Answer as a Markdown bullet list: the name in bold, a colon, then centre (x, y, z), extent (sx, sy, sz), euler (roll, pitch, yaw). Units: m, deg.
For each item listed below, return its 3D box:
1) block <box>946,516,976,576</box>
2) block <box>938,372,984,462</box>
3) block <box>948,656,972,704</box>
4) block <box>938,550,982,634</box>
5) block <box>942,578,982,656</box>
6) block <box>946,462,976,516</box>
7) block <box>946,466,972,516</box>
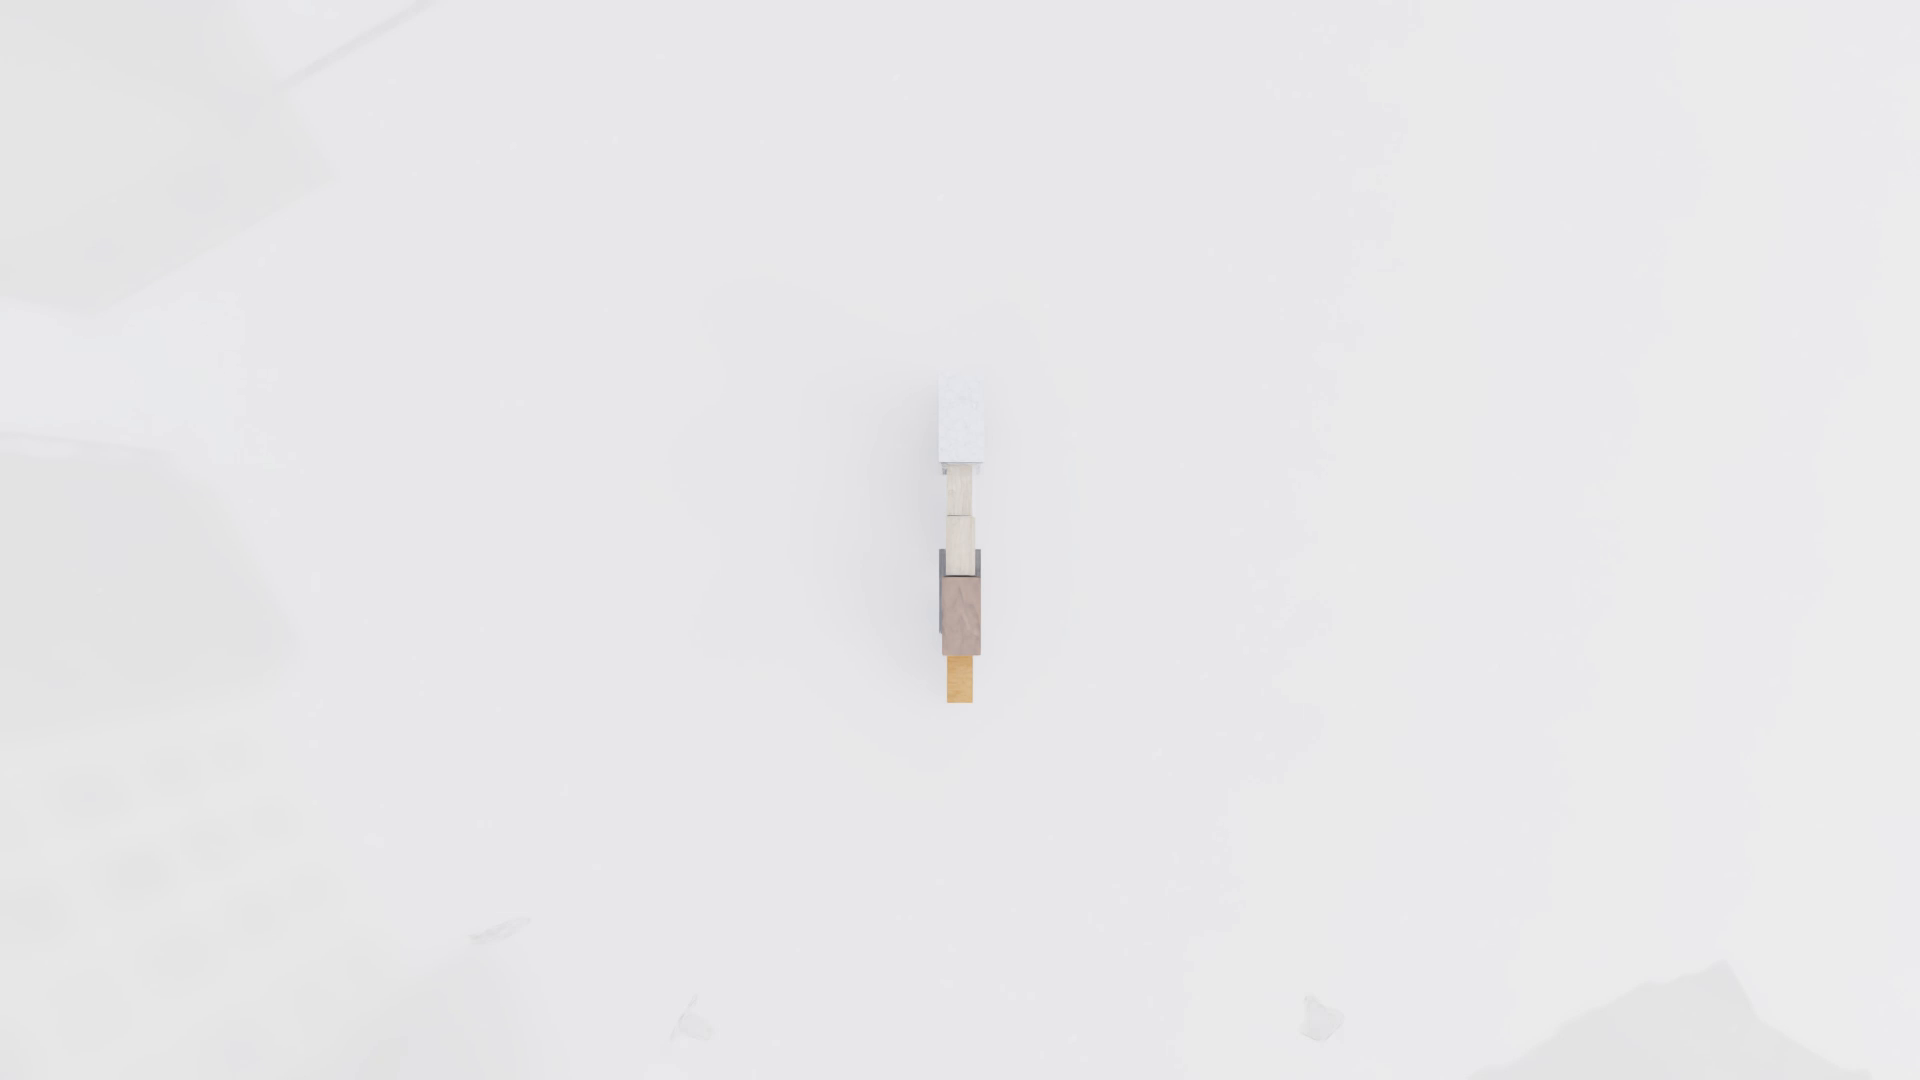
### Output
- **block**: centre (0.002, 0.017, 5.007), extent (0.089, 0.025, 0.177), euler (0, 90, 0)
- **block**: centre (0.004, -0.375, 5.036), extent (0.138, 0.039, 0.276), euler (0, 90, 0)
- **block**: centre (0.000, 0.432, 5.202), extent (0.081, 0.023, 0.163), euler (0, 90, 0)
- **block**: centre (0.000, 0.162, 5.216), extent (0.133, 0.038, 0.266), euler (0, 90, 0)
- **block**: centre (0.004, 0.228, 4.946), extent (0.117, 0.033, 0.234), euler (0, 90, 0)
- **block**: centre (0.004, -0.163, 5.304), extent (0.091, 0.026, 0.183), euler (0, 90, 0)
- **block**: centre (-0.002, -0.154, 5.125), extent (0.078, 0.022, 0.156), euler (0, 90, 0)
